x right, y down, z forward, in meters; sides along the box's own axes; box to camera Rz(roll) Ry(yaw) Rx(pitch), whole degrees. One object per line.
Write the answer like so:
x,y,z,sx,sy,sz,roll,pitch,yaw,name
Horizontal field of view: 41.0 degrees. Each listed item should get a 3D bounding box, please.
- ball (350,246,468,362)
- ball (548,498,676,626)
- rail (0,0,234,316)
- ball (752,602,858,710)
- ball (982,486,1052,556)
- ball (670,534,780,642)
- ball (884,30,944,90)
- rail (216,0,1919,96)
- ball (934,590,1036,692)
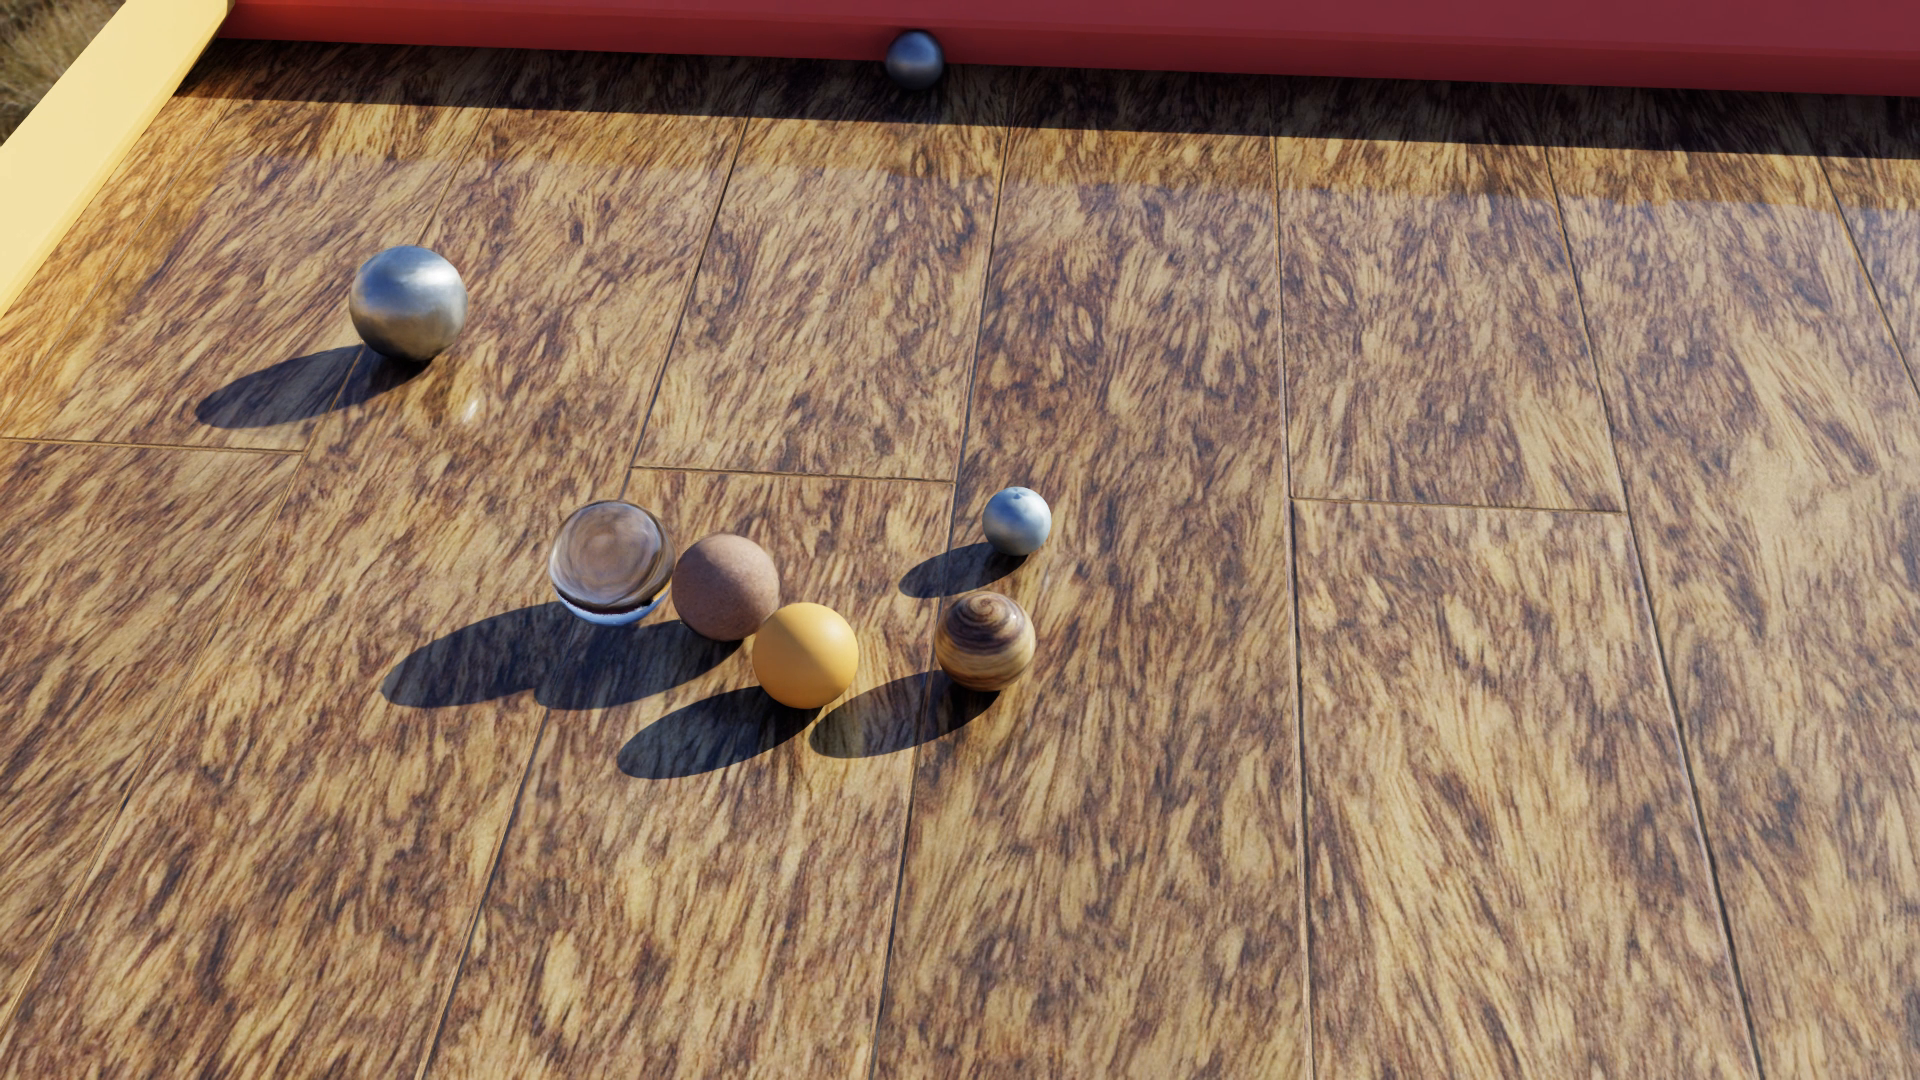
-0.443,-0.189,2.062,0.094,0.094,0.094,0,35,0,ball
-0.240,0.016,1.775,0.088,0.088,0.088,0,35,0,ball
-0.802,-0.058,1.849,0.045,0.122,1.747,3,35,4,rail
-0.103,0.077,1.704,0.071,0.071,0.071,0,35,0,ball
0.041,-0.013,1.850,0.050,0.050,0.050,0,35,0,ball
-0.161,0.033,1.763,0.074,0.074,0.074,0,35,0,ball
-0.044,-0.464,2.484,0.057,0.057,0.057,0,35,0,ball
0.895,-0.469,2.433,3.315,0.122,0.045,3,35,4,rail
0.017,0.068,1.719,0.068,0.068,0.068,0,35,0,ball
